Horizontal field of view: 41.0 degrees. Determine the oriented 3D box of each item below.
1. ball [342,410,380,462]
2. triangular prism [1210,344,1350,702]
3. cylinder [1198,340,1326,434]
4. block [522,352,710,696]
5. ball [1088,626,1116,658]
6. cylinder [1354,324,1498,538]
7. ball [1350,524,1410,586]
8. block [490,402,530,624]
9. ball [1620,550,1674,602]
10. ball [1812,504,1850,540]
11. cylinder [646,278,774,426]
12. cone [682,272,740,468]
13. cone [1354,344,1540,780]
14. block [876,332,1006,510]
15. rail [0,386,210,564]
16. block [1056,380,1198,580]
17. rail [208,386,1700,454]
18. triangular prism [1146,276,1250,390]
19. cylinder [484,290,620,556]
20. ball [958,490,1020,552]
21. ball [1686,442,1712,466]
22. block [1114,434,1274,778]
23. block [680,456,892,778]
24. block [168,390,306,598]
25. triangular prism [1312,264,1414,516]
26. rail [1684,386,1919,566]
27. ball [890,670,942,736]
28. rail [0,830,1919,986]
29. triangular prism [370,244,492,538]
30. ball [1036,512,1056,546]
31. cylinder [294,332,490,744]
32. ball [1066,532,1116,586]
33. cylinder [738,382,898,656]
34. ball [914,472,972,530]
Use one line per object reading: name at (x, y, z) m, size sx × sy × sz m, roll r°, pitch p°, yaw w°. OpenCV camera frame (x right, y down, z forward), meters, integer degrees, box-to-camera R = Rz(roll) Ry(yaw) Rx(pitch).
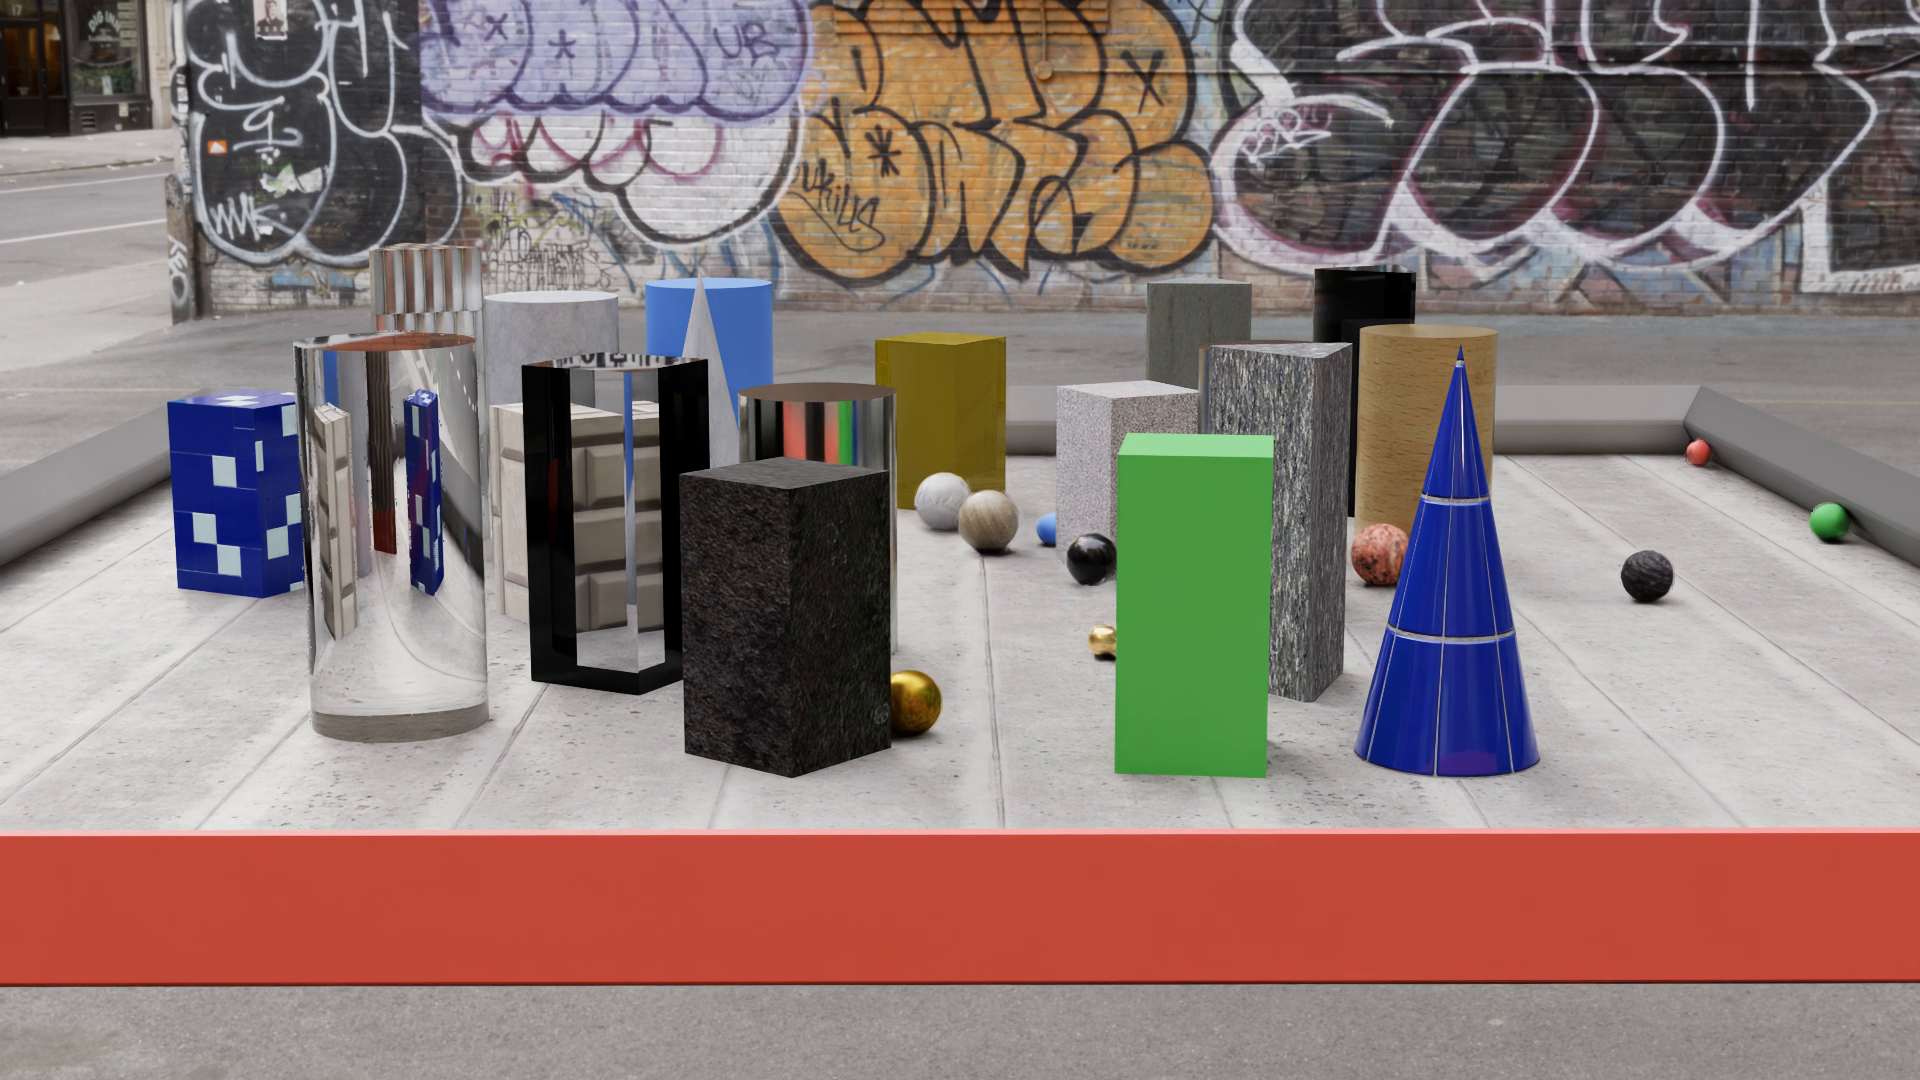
ball at (-1.097, -0.193, 4.760) m, size 0.096 × 0.096 × 0.096 m, roll 0°, pitch 11°, yaw 0°
triangular prism at (0.407, -0.029, 3.040) m, size 0.147 × 0.400 × 0.170 m, roll -9°, pitch 14°, yaw -39°
cylinder at (0.419, -0.086, 3.479) m, size 0.196 × 0.352 × 0.196 m, roll 0°, pitch 11°, yaw 0°
block at (-0.407, -0.024, 3.068) m, size 0.157 × 0.380 × 0.157 m, roll 6°, pitch 12°, yaw 28°
ball at (0.179, 0.126, 3.190) m, size 0.040 × 0.040 × 0.040 m, roll 0°, pitch 11°, yaw 0°
cylinder at (0.675, -0.130, 3.726) m, size 0.196 × 0.349 × 0.196 m, roll 0°, pitch 11°, yaw 0°
ball at (0.597, 0.020, 3.631) m, size 0.088 × 0.088 × 0.088 m, roll 0°, pitch 11°, yaw 0°
block at (-0.516, -0.038, 3.419) m, size 0.157 × 0.280 × 0.157 m, roll -7°, pitch 13°, yaw -35°
ball at (0.944, 0.049, 3.524) m, size 0.070 × 0.070 × 0.070 m, roll 0°, pitch 11°, yaw 0°
ball at (1.347, -0.027, 3.971) m, size 0.057 × 0.057 × 0.057 m, roll 0°, pitch 11°, yaw 0°
cylinder at (-0.390, -0.206, 4.018) m, size 0.196 × 0.392 × 0.196 m, roll 0°, pitch 11°, yaw 0°
cone at (-0.361, -0.157, 3.597) m, size 0.196 × 0.448 × 0.196 m, roll 0°, pitch 11°, yaw 0°
cone at (0.520, 0.012, 2.705) m, size 0.196 × 0.441 × 0.196 m, roll 0°, pitch 11°, yaw 0°
block at (-0.032, -0.198, 4.284) m, size 0.157 × 0.279 × 0.157 m, roll 7°, pitch 12°, yaw 32°
rail at (-1.387, 0.034, 3.441) m, size 0.045 × 0.127 × 2.858 m, roll 0°, pitch 11°, yaw 0°
block at (0.248, -0.090, 3.746) m, size 0.157 × 0.262 × 0.157 m, roll -5°, pitch 12°, yaw -27°
rail at (-0.008, -0.223, 4.831) m, size 2.822 × 0.127 × 0.045 m, roll 0°, pitch 11°, yaw 0°
triangular prism at (0.401, -0.258, 4.360) m, size 0.170 × 0.369 × 0.147 m, roll 1°, pitch 11°, yaw 3°
cylinder at (-0.605, -0.170, 3.834) m, size 0.196 × 0.388 × 0.196 m, roll 0°, pitch 11°, yaw 0°
ball at (0.043, -0.029, 3.880) m, size 0.093 × 0.093 × 0.093 m, roll 0°, pitch 11°, yaw 0°
ball at (1.356, -0.159, 4.713) m, size 0.045 × 0.045 × 0.045 m, roll 0°, pitch 11°, yaw 0°
block at (0.248, 0.066, 2.708) m, size 0.157 × 0.335 × 0.157 m, roll 1°, pitch 11°, yaw 7°
block at (-0.185, 0.077, 2.732) m, size 0.157 × 0.303 × 0.157 m, roll 8°, pitch 13°, yaw 38°
block at (-0.997, -0.068, 3.624) m, size 0.157 × 0.264 × 0.157 m, roll 5°, pitch 12°, yaw 27°
triangular prism at (0.682, -0.246, 4.208) m, size 0.170 × 0.401 × 0.147 m, roll 6°, pitch 12°, yaw 29°
rail at (1.387, 0.031, 3.457) m, size 0.045 × 0.127 × 2.858 m, roll 0°, pitch 11°, yaw 0°
ball at (-0.056, 0.179, 2.818) m, size 0.073 × 0.073 × 0.073 m, roll 0°, pitch 11°, yaw 0°
rail at (0.008, 0.289, 2.067) m, size 2.822 × 0.127 × 0.045 m, roll 0°, pitch 11°, yaw 0°
triangular prism at (-0.840, -0.231, 3.989) m, size 0.170 × 0.451 × 0.147 m, roll -5°, pitch 12°, yaw -25°
ball at (0.143, -0.017, 3.935) m, size 0.050 × 0.050 × 0.050 m, roll 0°, pitch 11°, yaw 0°
cylinder at (-0.629, -0.007, 2.847) m, size 0.196 × 0.427 × 0.196 m, roll 0°, pitch 11°, yaw 0°
ball at (0.187, 0.028, 3.626) m, size 0.075 × 0.075 × 0.075 m, roll 0°, pitch 11°, yaw 0°
cylinder at (-0.176, -0.022, 3.204) m, size 0.196 × 0.327 × 0.196 m, roll 0°, pitch 11°, yaw 0°
ball at (-0.025, -0.062, 4.060) m, size 0.092 × 0.092 × 0.092 m, roll 0°, pitch 11°, yaw 0°
